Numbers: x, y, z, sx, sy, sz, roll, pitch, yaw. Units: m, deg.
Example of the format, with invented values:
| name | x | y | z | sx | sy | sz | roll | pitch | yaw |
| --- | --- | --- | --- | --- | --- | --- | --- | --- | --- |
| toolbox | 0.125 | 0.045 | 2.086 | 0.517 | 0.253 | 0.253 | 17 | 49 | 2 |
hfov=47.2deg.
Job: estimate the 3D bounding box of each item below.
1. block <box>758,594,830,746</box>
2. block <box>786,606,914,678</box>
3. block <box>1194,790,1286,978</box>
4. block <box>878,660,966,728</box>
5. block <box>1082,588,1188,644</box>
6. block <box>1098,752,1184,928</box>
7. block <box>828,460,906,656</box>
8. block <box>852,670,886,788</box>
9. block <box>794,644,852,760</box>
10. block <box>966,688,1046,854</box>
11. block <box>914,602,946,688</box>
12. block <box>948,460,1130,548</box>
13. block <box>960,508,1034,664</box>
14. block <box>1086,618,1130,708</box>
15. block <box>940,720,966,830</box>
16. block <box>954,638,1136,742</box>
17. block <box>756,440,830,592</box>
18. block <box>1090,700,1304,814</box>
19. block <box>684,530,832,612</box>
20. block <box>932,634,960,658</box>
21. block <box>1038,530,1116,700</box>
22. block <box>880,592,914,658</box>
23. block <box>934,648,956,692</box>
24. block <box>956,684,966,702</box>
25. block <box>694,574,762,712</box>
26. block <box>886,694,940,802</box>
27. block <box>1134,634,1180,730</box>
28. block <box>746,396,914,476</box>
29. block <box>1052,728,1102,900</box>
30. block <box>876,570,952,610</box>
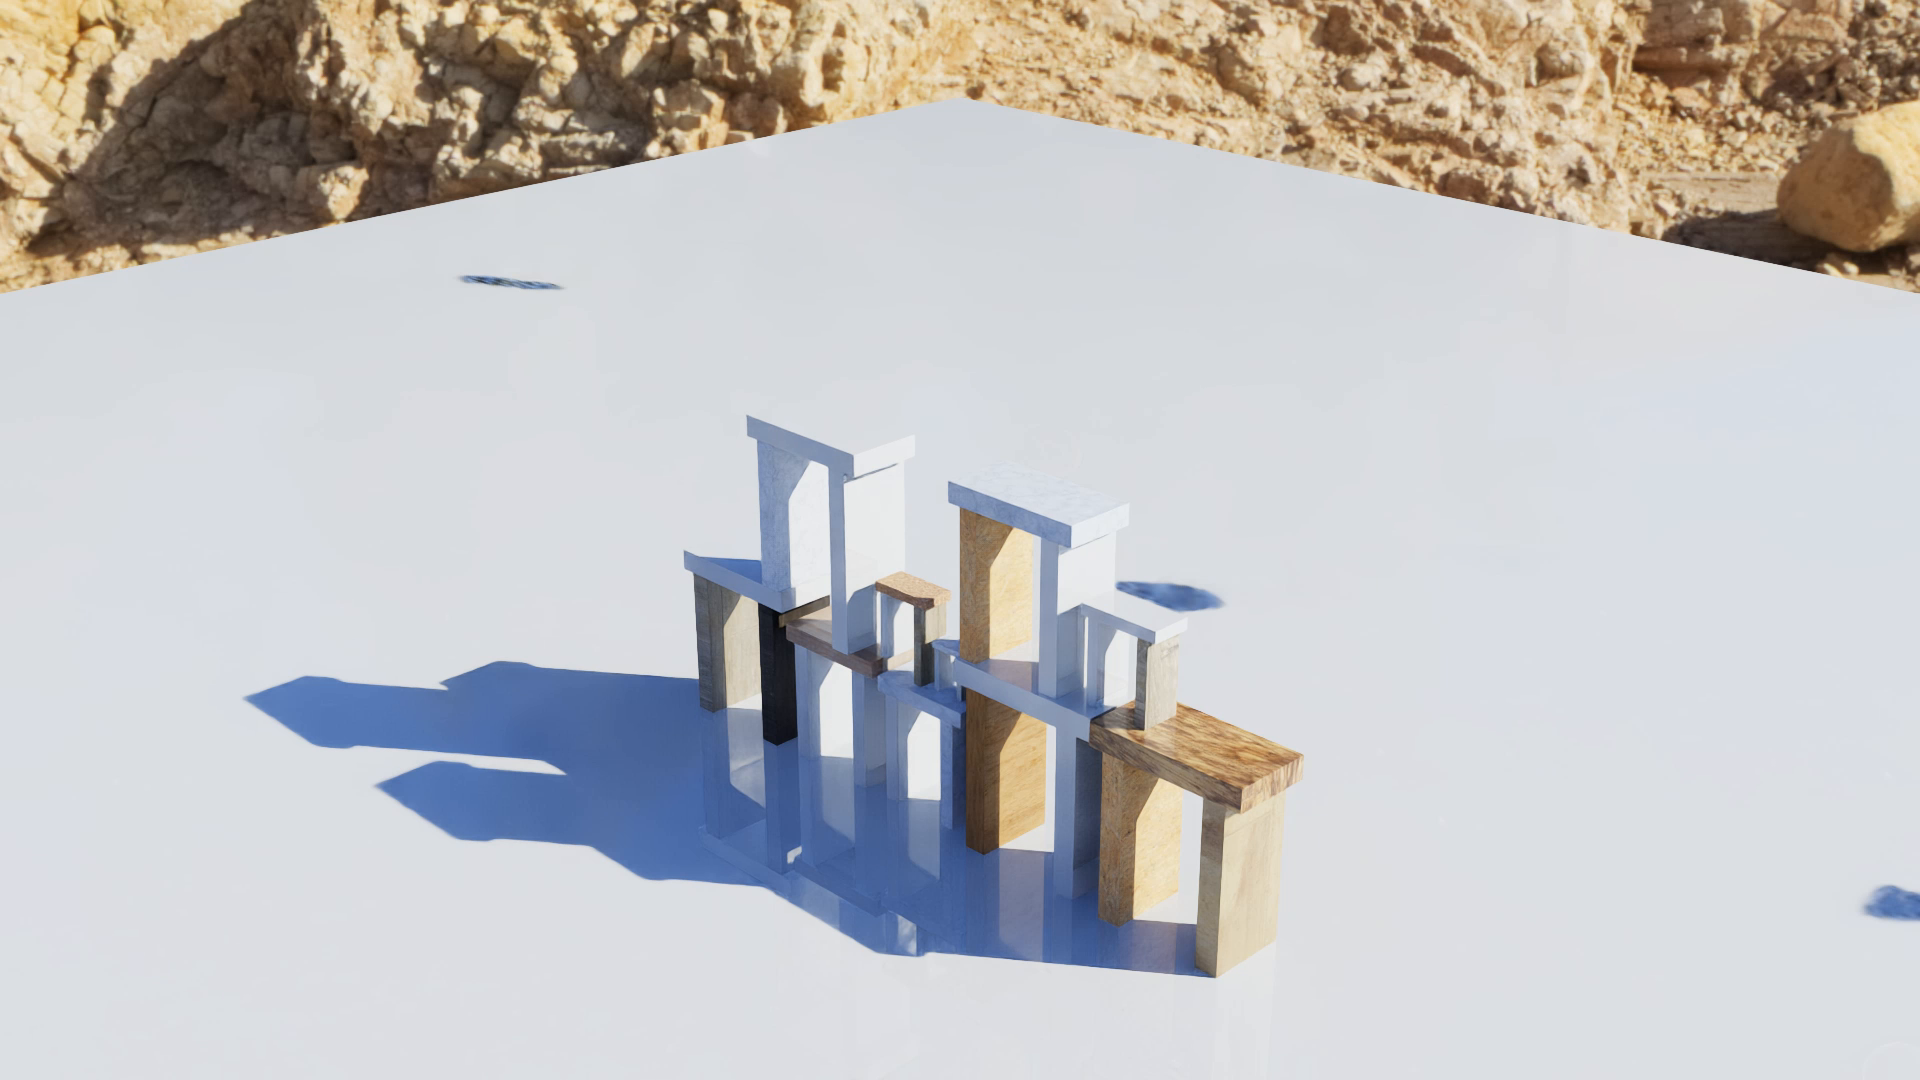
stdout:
| name | x | y | z | sx | sy | sz | roll | pitch | yaw |
| --- | --- | --- | --- | --- | --- | --- | --- | --- | --- |
| block | -0.352 | 0.264 | 4.724 | 0.046 | 0.324 | 0.162 | 21 | 31 | 41 |
| block | -0.223 | 0.209 | 4.548 | 0.131 | 0.037 | 0.263 | -21 | 31 | -41 |
| block | 0.501 | 0.590 | 3.924 | 0.049 | 0.348 | 0.174 | 21 | 31 | 41 |
| block | -0.041 | 0.304 | 4.395 | 0.237 | 0.034 | 0.118 | 21 | 31 | 41 |
| block | 0.312 | 0.136 | 3.938 | 0.175 | 0.025 | 0.087 | 21 | 31 | 41 |
| block | 0.336 | 0.526 | 4.075 | 0.049 | 0.348 | 0.174 | 21 | 31 | 41 |
| block | -0.186 | 0.023 | 4.434 | 0.046 | 0.395 | 0.162 | 21 | 31 | 41 |
| block | -0.161 | 0.371 | 4.550 | 0.037 | 0.263 | 0.131 | 21 | 31 | 41 |
| block | -0.285 | 0.323 | 4.664 | 0.037 | 0.263 | 0.131 | 21 | 31 | 41 |
| block | 0.091 | 0.425 | 4.311 | 0.050 | 0.350 | 0.175 | 21 | 31 | 41 |
| block | -0.059 | 0.201 | 4.374 | 0.020 | 0.172 | 0.071 | 21 | 31 | 41 |
| block | 0.143 | -0.069 | 4.048 | 0.311 | 0.044 | 0.155 | 21 | 31 | 41 |
| block | 0.069 | 0.066 | 4.184 | 0.044 | 0.310 | 0.155 | 21 | 31 | 41 |
| block | 0.270 | 0.212 | 4.015 | 0.025 | 0.175 | 0.087 | 21 | 31 | 41 |
| block | 0.015 | 0.450 | 4.396 | 0.034 | 0.237 | 0.118 | 21 | 31 | 41 |
| block | 0.174 | 0.273 | 4.157 | 0.350 | 0.050 | 0.175 | 21 | 31 | 41 |
| block | -0.338 | -0.070 | 4.562 | 0.046 | 0.325 | 0.162 | 21 | 31 | 41 |
| block | 0.419 | 0.375 | 3.922 | 0.348 | 0.049 | 0.174 | 21 | 31 | 41 |
| block | -0.428 | 0.064 | 4.722 | 0.324 | 0.046 | 0.162 | 21 | 31 | 41 |
| block | -0.008 | 0.211 | 4.320 | 0.092 | 0.013 | 0.046 | 21 | 31 | 41 |
| block | 0.216 | 0.123 | 4.049 | 0.155 | 0.310 | 0.044 | -21 | 31 | -41 |
| block | -0.127 | 0.162 | 4.430 | 0.020 | 0.142 | 0.071 | 21 | 31 | 41 |
| block | -0.029 | 0.251 | 4.360 | 0.013 | 0.092 | 0.046 | 21 | 31 | 41 |
| block | 0.014 | 0.268 | 4.320 | 0.013 | 0.092 | 0.046 | 21 | 31 | 41 |
| block | -0.504 | 0.204 | 4.865 | 0.046 | 0.324 | 0.162 | 21 | 31 | 41 |
| block | -0.097 | 0.407 | 4.499 | 0.034 | 0.237 | 0.118 | 21 | 31 | 41 |
| block | 0.353 | 0.245 | 3.939 | 0.025 | 0.177 | 0.087 | 21 | 31 | 41 |
| block | -0.262 | -0.211 | 4.419 | 0.162 | 0.046 | 0.325 | -21 | 31 | -40 |
| block | 0.256 | 0.490 | 4.159 | 0.050 | 0.350 | 0.175 | 21 | 31 | 41 |
| block | -0.093 | 0.100 | 4.367 | 0.142 | 0.020 | 0.071 | 21 | 31 | 40 |
